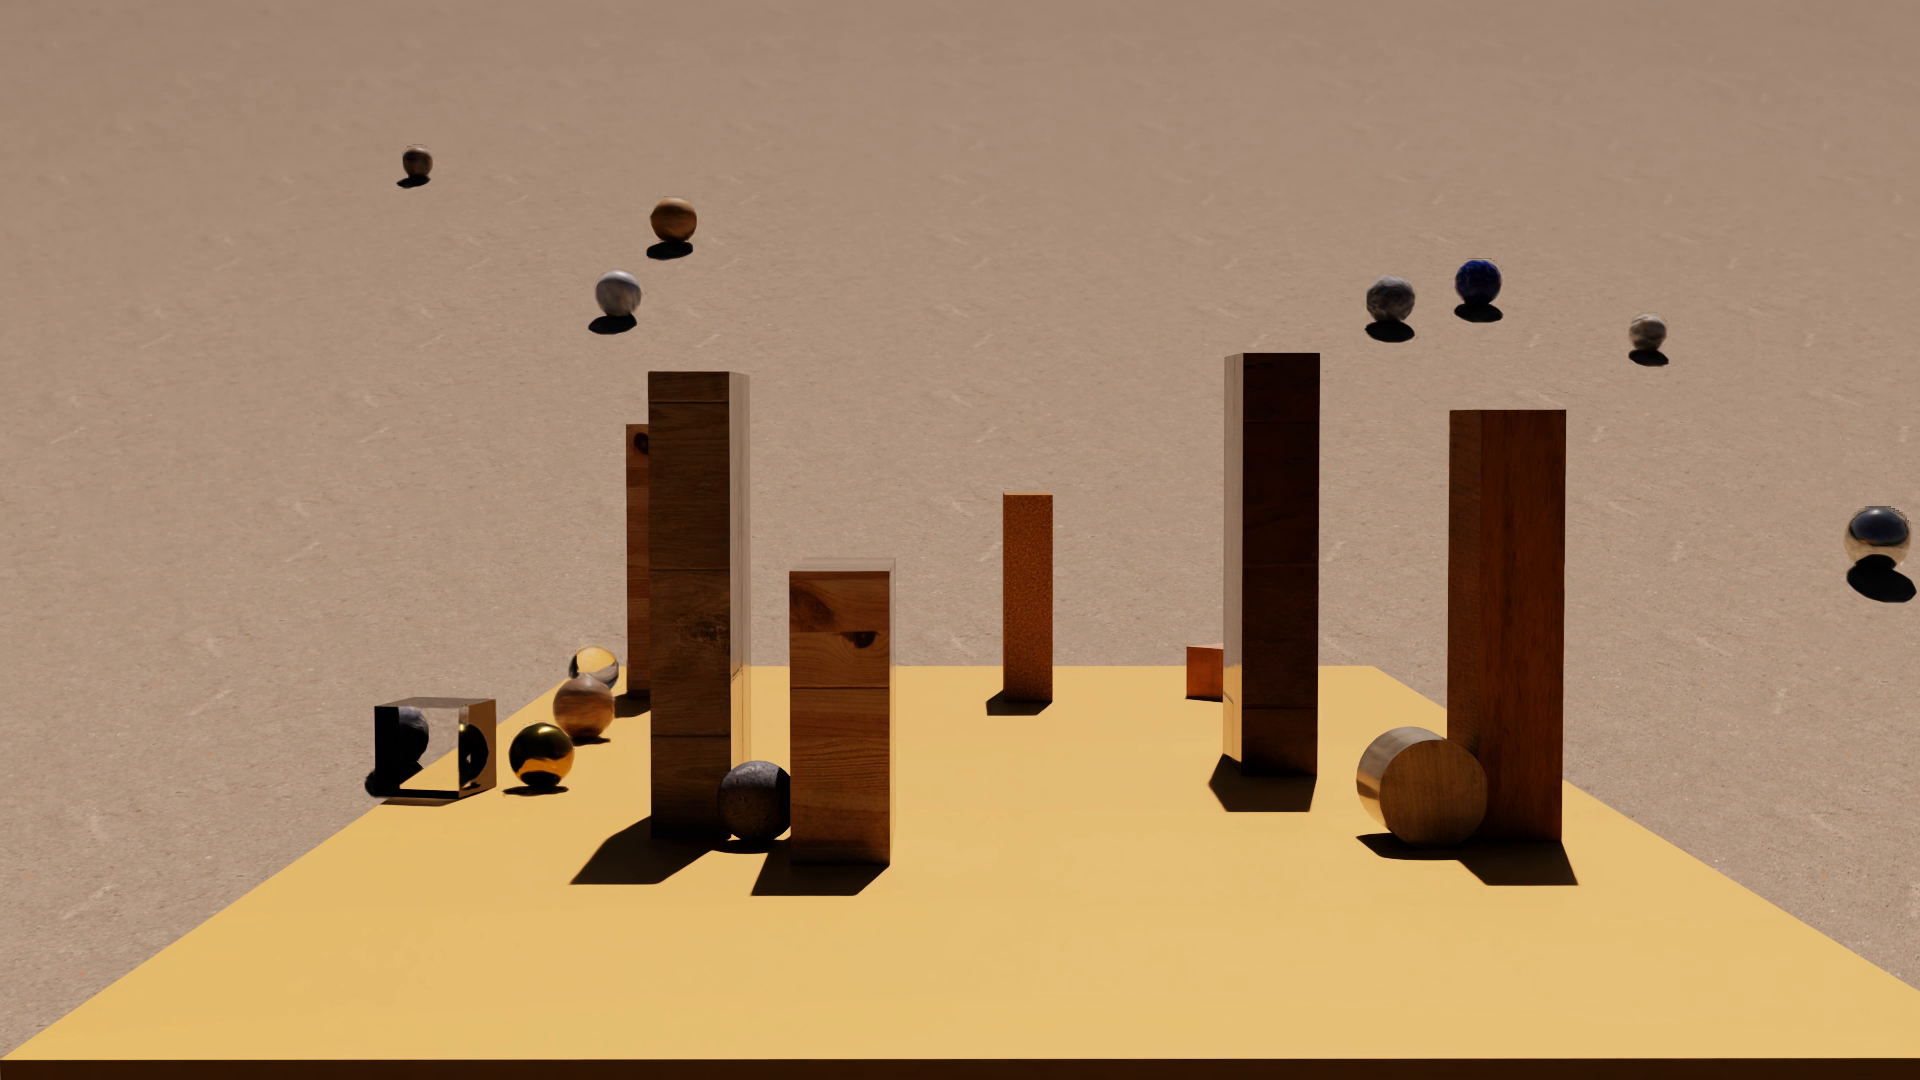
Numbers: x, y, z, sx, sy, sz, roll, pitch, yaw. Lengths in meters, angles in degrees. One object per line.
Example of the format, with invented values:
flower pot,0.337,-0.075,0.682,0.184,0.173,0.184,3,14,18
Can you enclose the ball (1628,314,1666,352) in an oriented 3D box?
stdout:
ball,2.457,-0.739,9.193,0.134,0.134,0.134,0,22,0

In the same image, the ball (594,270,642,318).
ball,-1.272,-0.916,9.574,0.174,0.174,0.174,0,22,0

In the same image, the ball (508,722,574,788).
ball,-0.714,0.368,4.388,0.111,0.111,0.111,0,22,0

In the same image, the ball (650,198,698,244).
ball,-1.167,-1.304,10.504,0.189,0.189,0.189,0,22,0

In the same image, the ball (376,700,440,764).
ball,-1.335,0.465,6.223,0.154,0.154,0.154,0,22,0

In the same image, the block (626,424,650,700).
block,-0.688,0.043,5.882,0.113,0.616,0.278,0,3,0

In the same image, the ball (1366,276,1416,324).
ball,1.588,-0.887,9.494,0.180,0.180,0.180,0,22,0

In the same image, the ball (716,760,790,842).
ball,-0.301,0.389,3.822,0.122,0.122,0.122,0,22,0

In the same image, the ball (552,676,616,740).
ball,-0.738,0.330,5.052,0.123,0.123,0.123,0,22,0

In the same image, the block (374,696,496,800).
block,-0.884,0.350,4.344,0.151,0.151,0.151,1,3,14

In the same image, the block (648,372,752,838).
block,-0.405,0.089,4.042,0.121,0.700,0.381,0,3,0

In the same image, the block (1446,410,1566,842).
block,0.831,0.122,3.929,0.126,0.642,0.243,0,3,0

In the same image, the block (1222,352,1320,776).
block,0.562,0.037,4.665,0.135,0.743,0.312,0,3,0

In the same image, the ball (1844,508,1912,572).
ball,2.611,-0.001,7.323,0.183,0.183,0.183,0,22,0

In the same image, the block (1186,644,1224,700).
block,0.593,0.297,5.825,0.113,0.113,0.113,3,4,44

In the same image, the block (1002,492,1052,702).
block,0.152,0.124,5.823,0.106,0.460,0.269,0,3,0

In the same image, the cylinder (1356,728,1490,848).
cylinder,0.687,0.368,3.831,0.162,0.162,0.162,-2,1,-5

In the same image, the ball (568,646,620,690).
ball,-0.821,0.294,5.770,0.113,0.113,0.113,0,22,0

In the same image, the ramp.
ramp,0.051,0.466,4.534,2.000,0.100,4.000,0,3,0

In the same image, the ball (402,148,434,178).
ball,-2.428,-1.690,11.515,0.138,0.138,0.138,0,22,0

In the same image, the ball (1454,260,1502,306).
ball,1.956,-0.971,9.706,0.175,0.175,0.175,0,22,0

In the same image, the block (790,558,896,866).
block,-0.169,0.243,3.797,0.141,0.416,0.363,0,3,0
